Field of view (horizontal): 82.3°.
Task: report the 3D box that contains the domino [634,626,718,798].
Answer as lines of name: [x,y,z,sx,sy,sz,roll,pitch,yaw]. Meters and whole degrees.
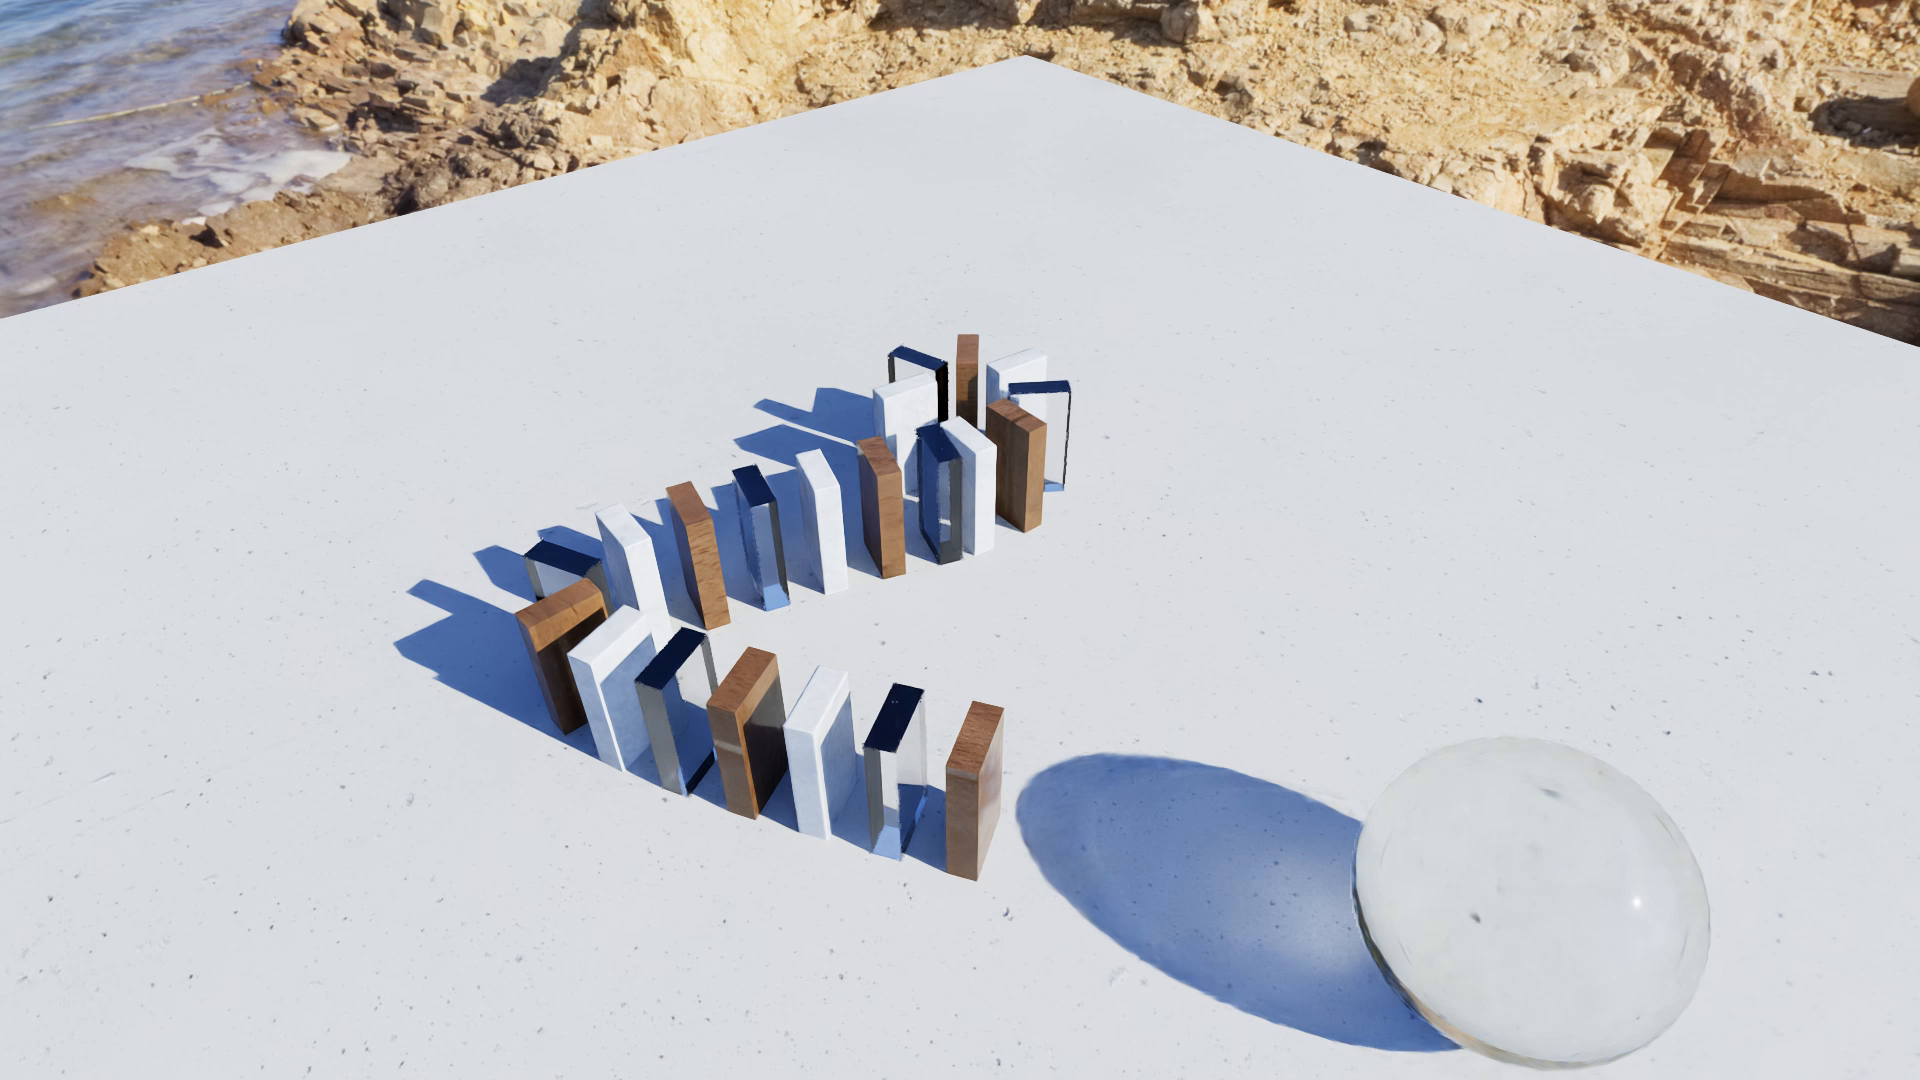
domino: [-0.086,0.054,0.345,0.010,0.050,0.025,15,42,17]

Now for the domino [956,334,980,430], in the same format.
domino: [0.003,-0.063,0.488,0.010,0.050,0.025,1,39,1]

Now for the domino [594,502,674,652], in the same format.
domino: [-0.116,0.014,0.394,0.009,0.050,0.025,-26,46,-28]

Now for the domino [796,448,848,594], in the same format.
domino: [-0.052,-0.007,0.419,0.010,0.050,0.025,-15,42,-17]

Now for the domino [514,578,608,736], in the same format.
domino: [-0.127,0.039,0.364,0.025,0.050,0.010,-31,48,-32]

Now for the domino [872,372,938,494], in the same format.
domino: [-0.023,-0.044,0.465,0.025,0.050,0.009,-22,44,-24]

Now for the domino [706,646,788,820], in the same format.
domino: [-0.064,0.060,0.338,0.010,0.050,0.025,13,41,16]

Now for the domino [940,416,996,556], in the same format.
domino: [0.003,-0.021,0.437,0.010,0.050,0.025,-23,45,-26]

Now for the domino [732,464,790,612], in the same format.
domino: [-0.074,0.000,0.412,0.010,0.050,0.025,-16,42,-19]

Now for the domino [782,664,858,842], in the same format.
domino: [-0.041,0.065,0.332,0.010,0.050,0.025,12,41,14]

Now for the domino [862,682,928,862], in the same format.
domino: [-0.019,0.069,0.327,0.010,0.050,0.025,11,41,13]

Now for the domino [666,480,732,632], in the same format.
domino: [-0.096,0.006,0.404,0.010,0.050,0.025,-18,43,-21]

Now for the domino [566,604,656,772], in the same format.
domino: [-0.108,0.048,0.353,0.010,0.050,0.025,19,43,22]

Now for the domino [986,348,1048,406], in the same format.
domino: [0.024,-0.057,0.481,0.025,0.050,0.010,-24,45,-26]

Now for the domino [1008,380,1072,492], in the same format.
domino: [0.032,-0.043,0.464,0.025,0.050,0.010,-4,39,-4]

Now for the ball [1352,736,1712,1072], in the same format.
ball: [0.142,0.090,0.278,0.080,0.080,0.080,0,39,0]

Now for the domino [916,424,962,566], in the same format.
domino: [-0.008,-0.018,0.433,0.009,0.050,0.025,-14,41,-16]

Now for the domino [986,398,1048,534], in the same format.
domino: [0.022,-0.030,0.448,0.010,0.050,0.025,-28,47,-30]

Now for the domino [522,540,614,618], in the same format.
domino: [-0.132,0.025,0.381,0.025,0.050,0.009,16,42,19]

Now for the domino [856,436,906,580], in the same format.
domino: [-0.030,-0.012,0.426,0.009,0.050,0.025,-14,41,-16]

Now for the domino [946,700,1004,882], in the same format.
domino: [0.004,0.074,0.321,0.010,0.050,0.025,11,41,14]

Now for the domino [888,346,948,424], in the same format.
domino: [-0.018,-0.058,0.482,0.025,0.050,0.009,24,45,26]
